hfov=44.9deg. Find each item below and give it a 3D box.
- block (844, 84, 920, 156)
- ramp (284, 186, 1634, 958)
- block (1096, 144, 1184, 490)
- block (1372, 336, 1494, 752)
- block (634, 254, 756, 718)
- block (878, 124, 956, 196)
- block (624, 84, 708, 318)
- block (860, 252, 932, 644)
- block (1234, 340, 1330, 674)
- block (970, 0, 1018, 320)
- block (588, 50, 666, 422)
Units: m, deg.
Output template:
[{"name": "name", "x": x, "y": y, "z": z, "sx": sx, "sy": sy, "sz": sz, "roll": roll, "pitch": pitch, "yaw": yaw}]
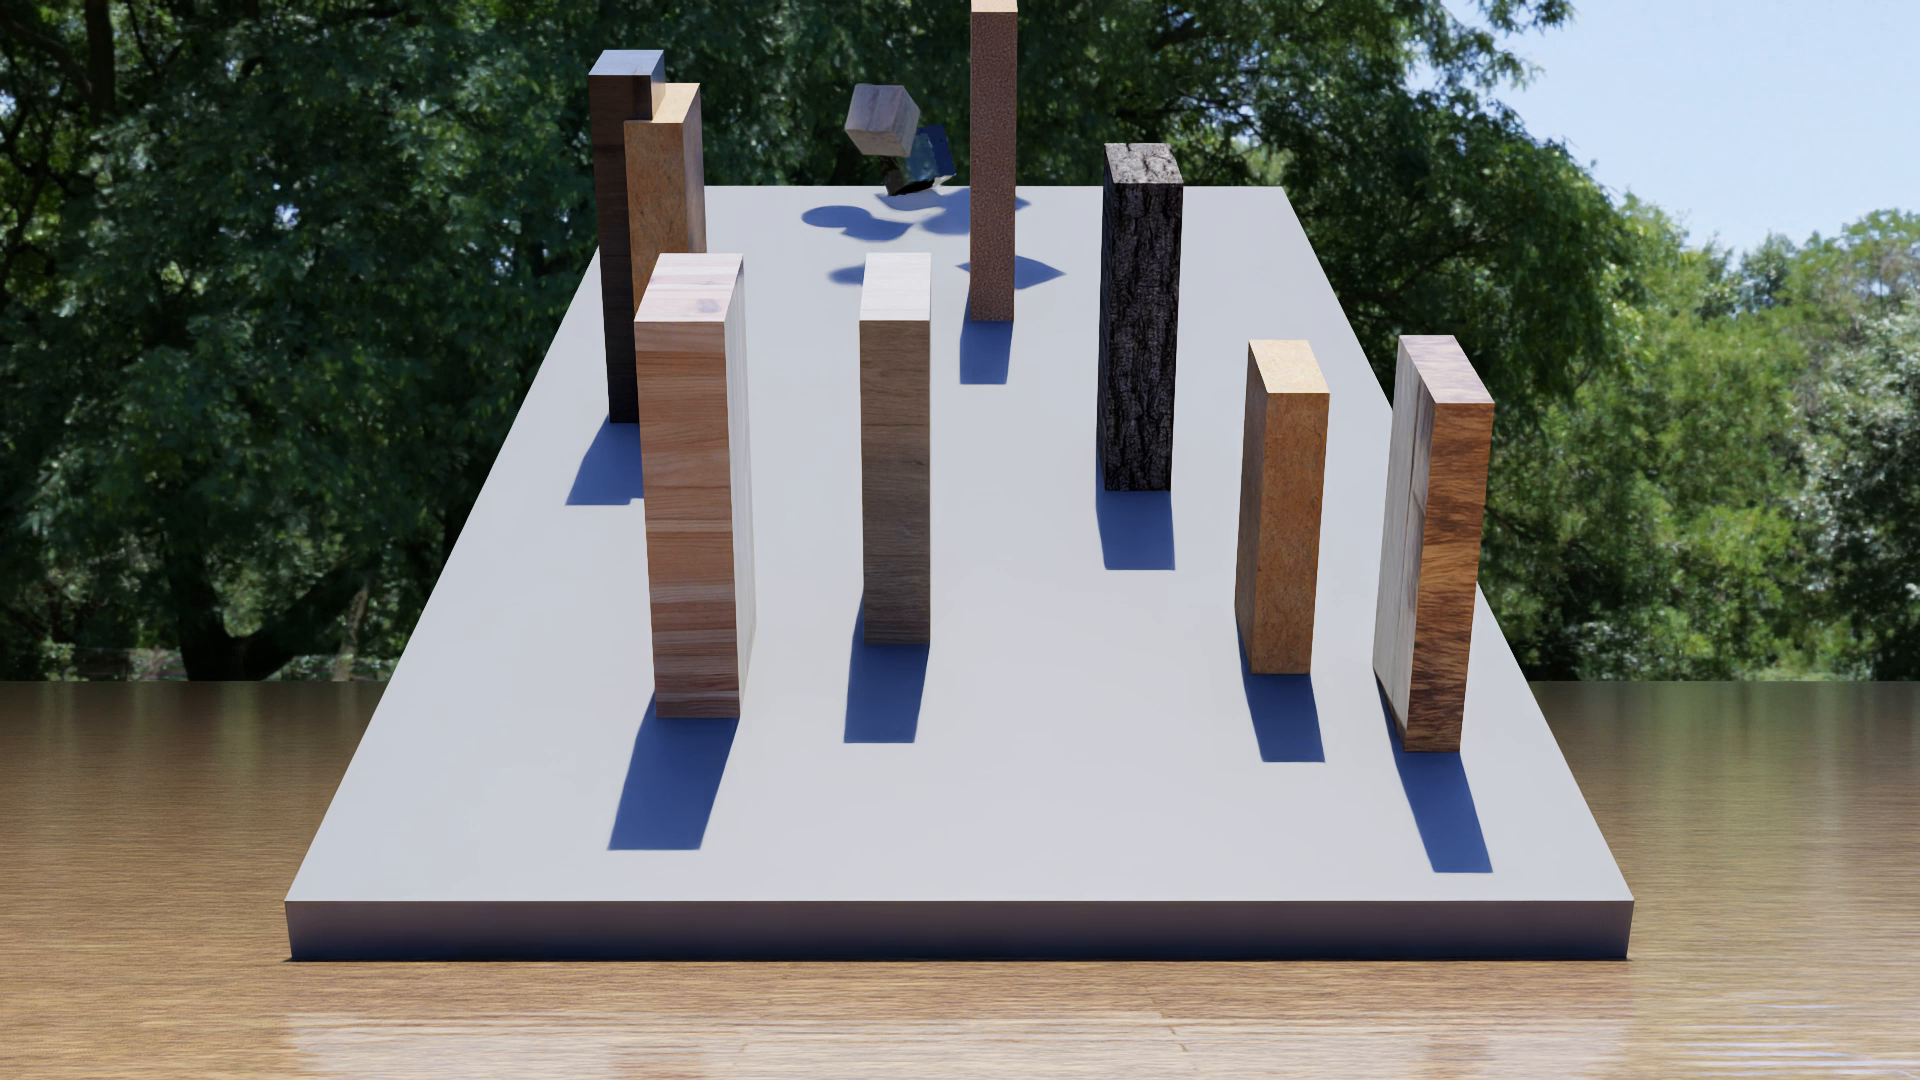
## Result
[{"name": "block", "x": -0.223, "y": -1.210, "z": 6.702, "sx": 0.149, "sy": 0.149, "sz": 0.149, "roll": 6, "pitch": -17, "yaw": 22}, {"name": "ramp", "x": -0.008, "y": -0.228, "z": 5.291, "sx": 2.000, "sy": 0.100, "sz": 4.000, "roll": 0, "pitch": 24, "yaw": 0}, {"name": "block", "x": 0.374, "y": -0.471, "z": 4.900, "sx": 0.139, "sy": 0.663, "sz": 0.320, "roll": 0, "pitch": 24, "yaw": 0}, {"name": "block", "x": 0.783, "y": 0.004, "z": 3.881, "sx": 0.091, "sy": 0.618, "sz": 0.325, "roll": 0, "pitch": 24, "yaw": 0}, {"name": "block", "x": -0.446, "y": -0.096, "z": 3.988, "sx": 0.143, "sy": 0.710, "sz": 0.368, "roll": 0, "pitch": 24, "yaw": 0}, {"name": "block", "x": -0.133, "y": -1.137, "z": 6.960, "sx": 0.156, "sy": 0.156, "sz": 0.156, "roll": -15, "pitch": -1, "yaw": -28}, {"name": "block", "x": -0.655, "y": -0.648, "z": 5.260, "sx": 0.125, "sy": 0.692, "sz": 0.375, "roll": 0, "pitch": 24, "yaw": 0}, {"name": "block", "x": -0.114, "y": -0.174, "z": 4.281, "sx": 0.120, "sy": 0.617, "sz": 0.398, "roll": 0, "pitch": 24, "yaw": 0}, {"name": "block", "x": 0.569, "y": -0.061, "z": 4.136, "sx": 0.105, "sy": 0.529, "sz": 0.274, "roll": 0, "pitch": 24, "yaw": 0}, {"name": "block", "x": 0.082, "y": -0.977, "z": 5.898, "sx": 0.110, "sy": 0.782, "sz": 0.306, "roll": 0, "pitch": 24, "yaw": 0}, {"name": "block", "x": -0.724, "y": -0.676, "z": 5.202, "sx": 0.132, "sy": 0.789, "sz": 0.251, "roll": 0, "pitch": 24, "yaw": 0}]
